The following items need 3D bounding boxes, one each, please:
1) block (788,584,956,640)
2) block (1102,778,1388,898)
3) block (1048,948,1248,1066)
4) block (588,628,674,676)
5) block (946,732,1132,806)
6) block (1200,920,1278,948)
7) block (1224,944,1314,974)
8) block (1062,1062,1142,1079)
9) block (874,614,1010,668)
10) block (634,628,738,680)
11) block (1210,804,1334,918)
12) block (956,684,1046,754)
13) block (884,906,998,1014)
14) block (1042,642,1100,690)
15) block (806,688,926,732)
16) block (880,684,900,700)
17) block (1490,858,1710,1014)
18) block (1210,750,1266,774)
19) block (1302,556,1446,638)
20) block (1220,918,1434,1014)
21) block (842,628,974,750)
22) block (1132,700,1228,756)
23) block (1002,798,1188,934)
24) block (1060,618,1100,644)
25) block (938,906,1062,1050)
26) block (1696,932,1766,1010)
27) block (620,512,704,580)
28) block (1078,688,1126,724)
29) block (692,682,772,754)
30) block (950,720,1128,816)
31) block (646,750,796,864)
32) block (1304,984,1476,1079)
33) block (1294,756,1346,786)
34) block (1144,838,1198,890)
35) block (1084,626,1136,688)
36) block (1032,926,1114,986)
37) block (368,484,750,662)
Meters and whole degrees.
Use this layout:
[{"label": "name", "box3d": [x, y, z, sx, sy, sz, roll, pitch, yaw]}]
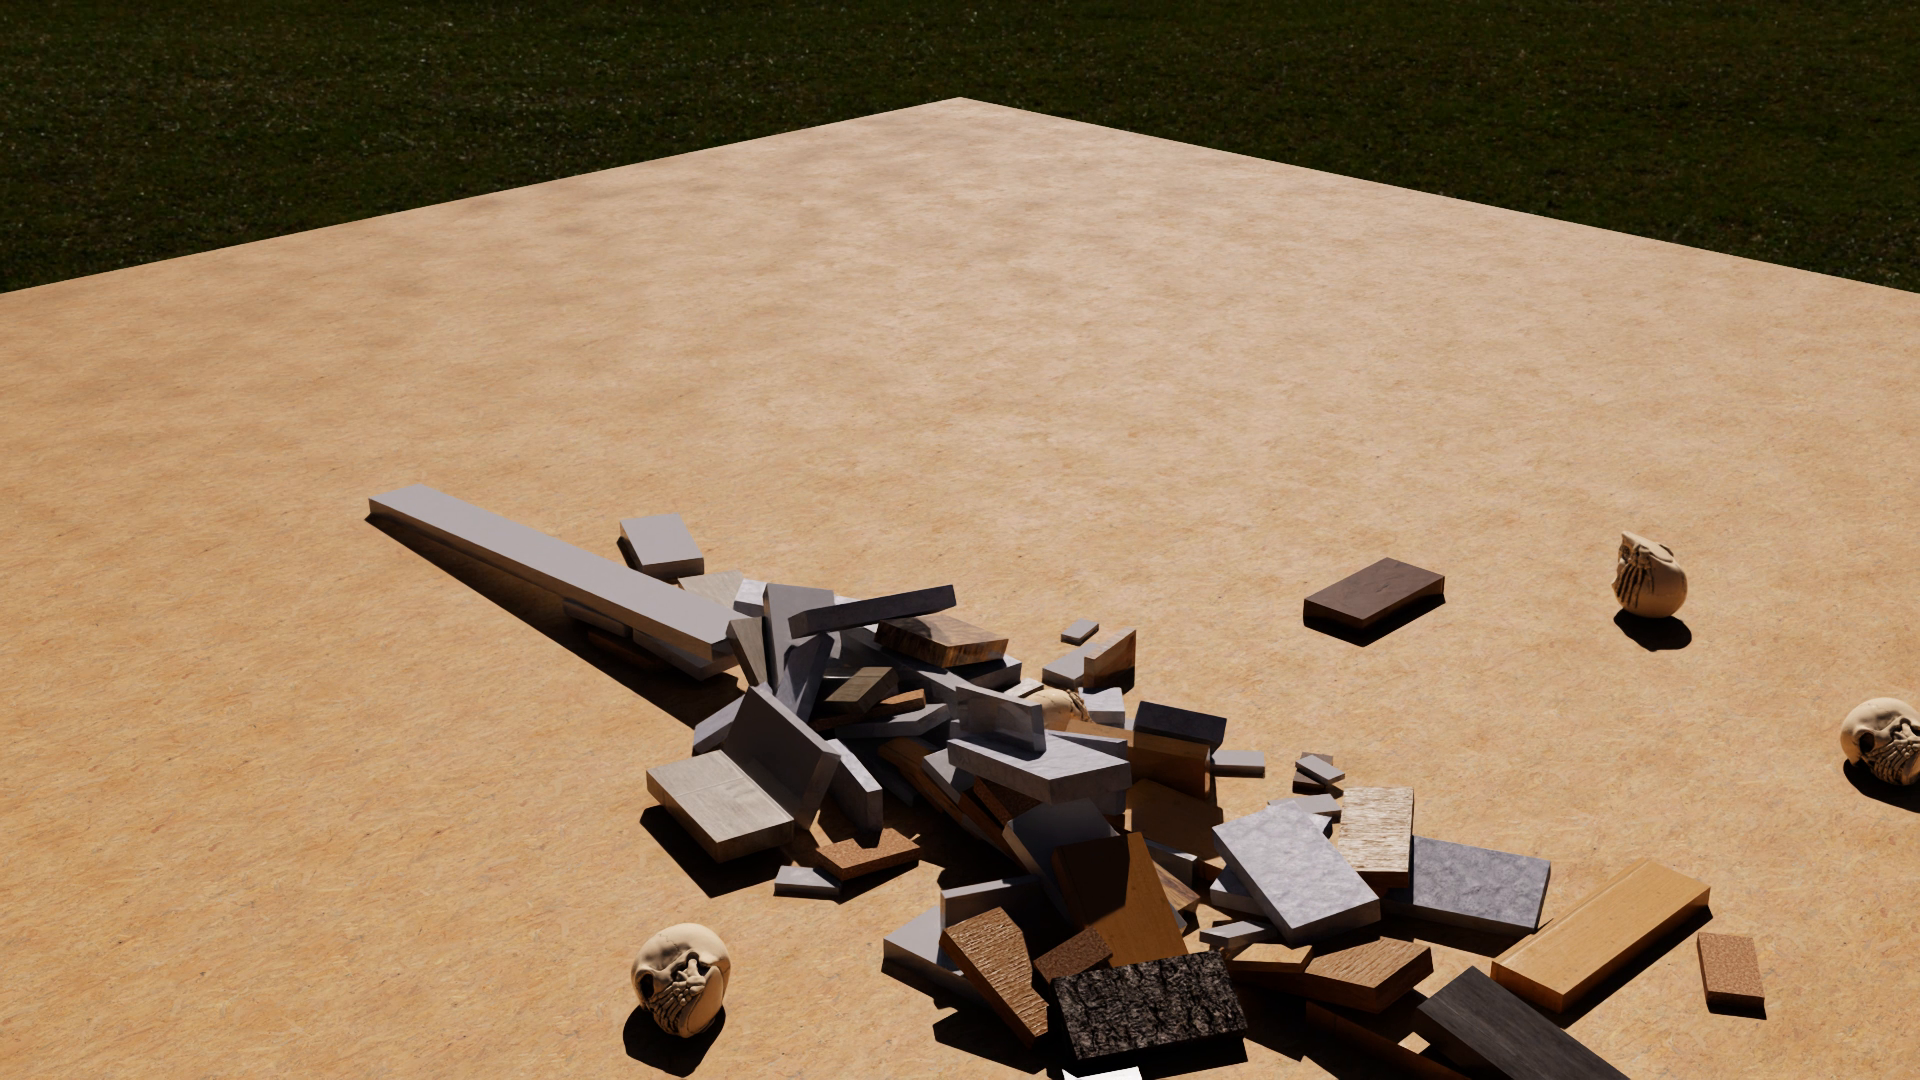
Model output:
[{"label": "block", "box3d": [-0.192, 0.157, 4.789, 0.334, 0.047, 0.167, -10, -5, -18]}, {"label": "block", "box3d": [0.531, 0.600, 4.224, 0.584, 0.043, 0.153, 18, 39, 41]}, {"label": "block", "box3d": [0.319, 0.798, 3.740, 0.307, 0.043, 0.153, -7, 52, -16]}, {"label": "block", "box3d": [-0.747, 0.245, 5.140, 0.239, 0.034, 0.120, 21, 31, 40]}, {"label": "block", "box3d": [0.144, 0.424, 4.177, 0.167, 0.047, 0.445, -9, 8, -24]}, {"label": "block", "box3d": [0.495, 0.700, 3.907, 0.134, 0.019, 0.067, -3, 5, -43]}, {"label": "block", "box3d": [0.538, 0.728, 3.830, 0.140, 0.019, 0.067, -3, 15, 28]}, {"label": "block", "box3d": [0.235, 0.893, 3.634, 0.125, 0.018, 0.063, -3, 23, -7]}, {"label": "block", "box3d": [-0.038, 0.221, 4.864, 0.170, 0.048, 0.340, 20, 8, 22]}, {"label": "block", "box3d": [-0.629, 0.244, 5.058, 0.239, 0.034, 0.120, 26, 34, 37]}, {"label": "block", "box3d": [0.586, 0.600, 4.121, 0.131, 0.037, 0.272, 8, 33, 30]}, {"label": "block", "box3d": [0.077, 0.346, 4.289, 0.026, 0.091, 0.307, -10, 8, -26]}, {"label": "block", "box3d": [0.019, 0.752, 3.936, 0.290, 0.041, 0.145, 18, 29, 37]}, {"label": "block", "box3d": [0.281, 0.287, 5.051, 0.091, 0.026, 0.182, 18, 29, 37]}, {"label": "block", "box3d": [-0.199, 0.358, 4.601, 0.257, 0.022, 0.079, -13, 9, 2]}, {"label": "block", "box3d": [-0.213, 0.331, 4.673, 0.157, 0.022, 0.079, -10, 4, 44]}, {"label": "block", "box3d": [1.176, 0.716, 4.020, 0.507, 0.041, 0.145, -21, 30, -40]}, {"label": "block", "box3d": [0.516, 0.465, 4.640, 0.251, 0.018, 0.065, 1, 23, 3]}, {"label": "block", "box3d": [1.014, 0.138, 5.375, 0.170, 0.048, 0.354, 21, 31, 40]}, {"label": "block", "box3d": [0.635, 0.739, 3.852, 0.340, 0.048, 0.170, 3, 19, 46]}, {"label": "block", "box3d": [-0.112, 0.334, 4.751, 0.049, 0.173, 0.398, -19, 29, -38]}, {"label": "block", "box3d": [0.442, 0.386, 4.479, 0.173, 0.049, 0.346, 11, -9, 5]}, {"label": "block", "box3d": [0.243, 0.617, 4.001, 0.167, 0.047, 0.334, -26, 63, -27]}, {"label": "block", "box3d": [0.286, 0.216, 5.232, 0.050, 0.014, 0.101, 13, 26, 28]}, {"label": "block", "box3d": [0.094, 0.757, 3.810, 0.131, 0.037, 0.263, -15, 46, -38]}, {"label": "block", "box3d": [1.372, 0.767, 3.920, 0.095, 0.027, 0.190, 5, 23, 11]}, {"label": "block", "box3d": [-0.770, 0.016, 5.667, 0.156, 0.044, 0.312, -8, 24, -17]}, {"label": "block", "box3d": [0.310, 0.362, 4.826, 0.095, 0.027, 0.190, 0, 12, 1]}, {"label": "block", "box3d": [-0.486, 0.381, 4.703, 0.186, 0.026, 0.093, -33, 21, 10]}, {"label": "block", "box3d": [0.153, 0.455, 4.427, 0.386, 0.145, 0.041, 4, 6, 31]}, {"label": "block", "box3d": [-0.481, 0.528, 4.388, 0.167, 0.047, 0.334, -13, 26, -29]}, {"label": "block", "box3d": [0.777, 0.834, 3.735, 0.340, 0.048, 0.170, 20, 30, 39]}, {"label": "block", "box3d": [0.748, 0.478, 4.569, 0.049, 0.014, 0.097, -16, 28, -32]}, {"label": "block", "box3d": [0.393, 0.620, 4.217, 0.130, 0.065, 0.018, 16, 28, 33]}, {"label": "block", "box3d": [0.340, 0.275, 4.991, 0.027, 0.095, 0.190, 14, 27, 31]}, {"label": "block", "box3d": [0.195, 0.725, 3.805, 0.125, 0.018, 0.063, -28, 58, -18]}, {"label": "block", "box3d": [-1.014, 0.058, 5.445, 0.156, 0.044, 1.522, -20, 27, -39]}]
